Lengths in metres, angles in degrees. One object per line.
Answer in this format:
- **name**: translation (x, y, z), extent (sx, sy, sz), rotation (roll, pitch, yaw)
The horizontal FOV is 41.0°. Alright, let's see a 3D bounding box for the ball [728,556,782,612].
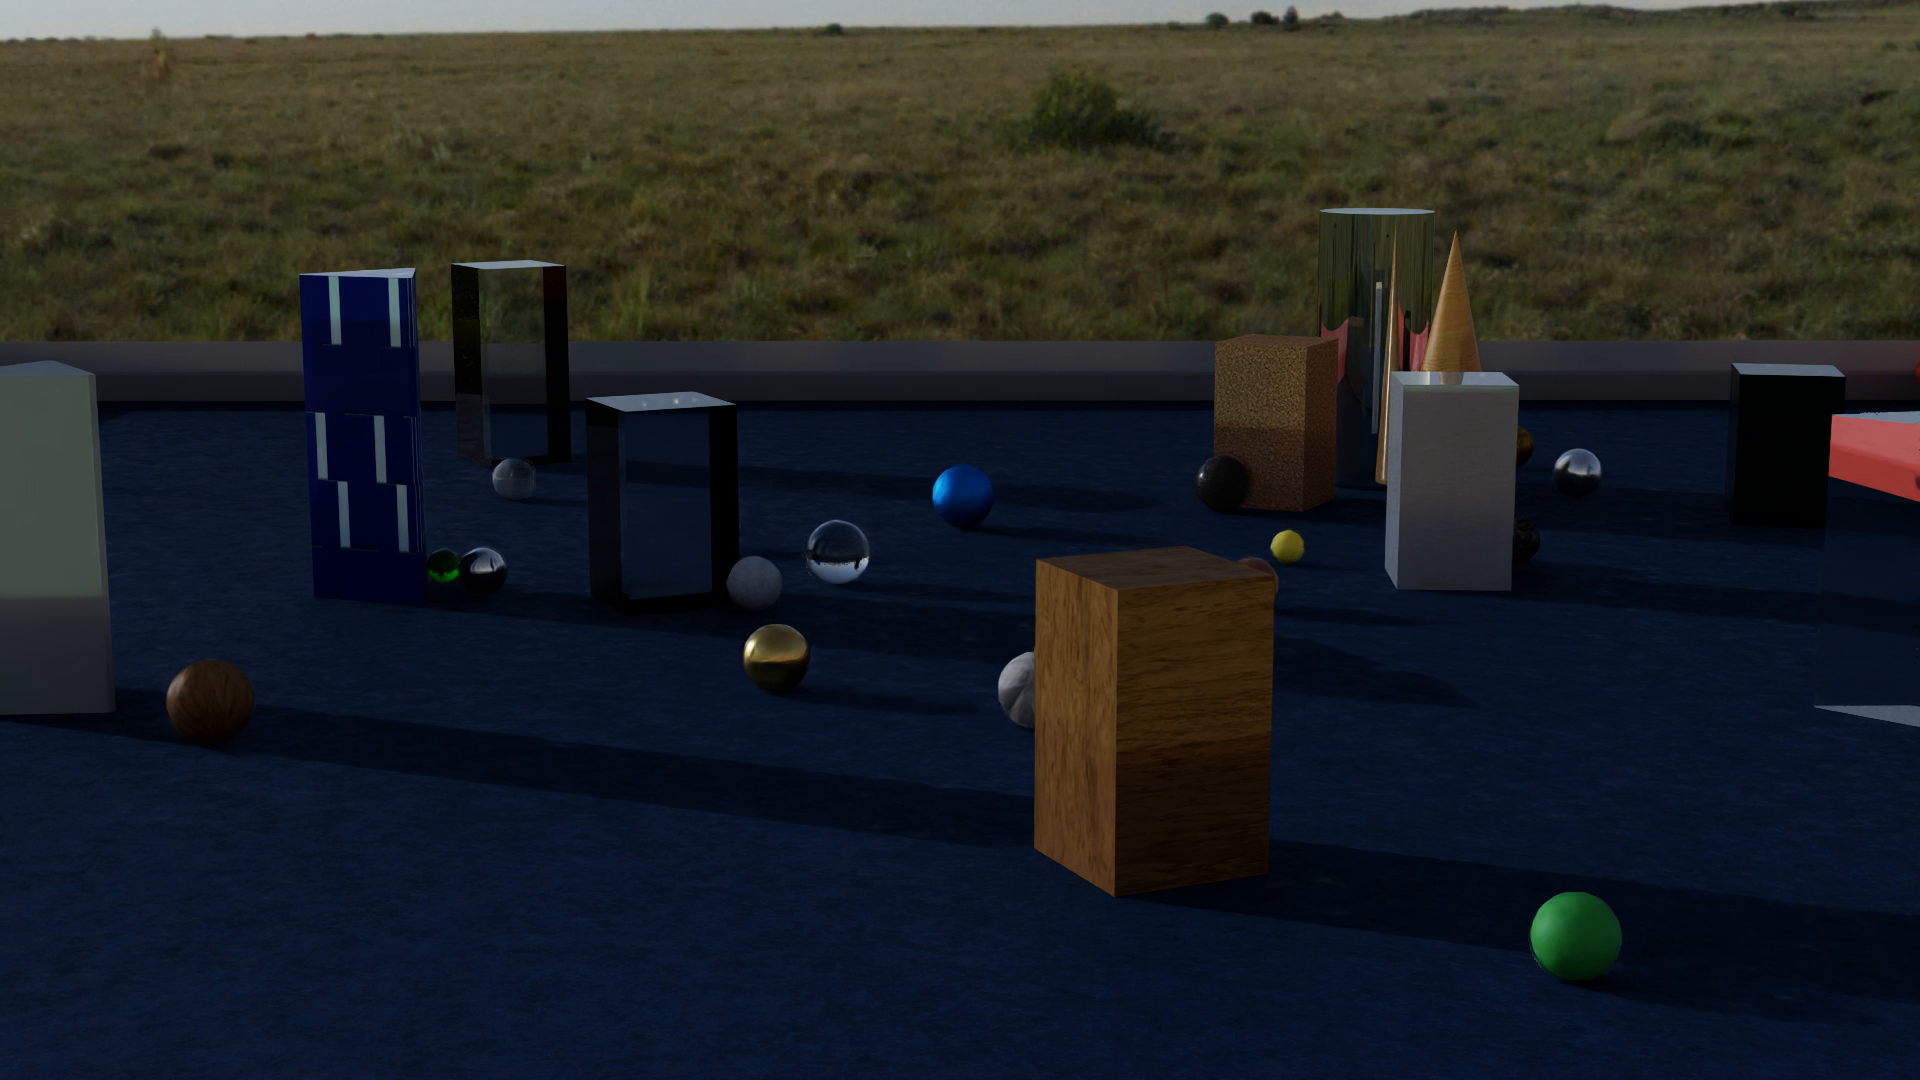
- **ball**: translation (-0.277, 0.059, 3.463), extent (0.075, 0.075, 0.075), rotation (0, 10, 0)

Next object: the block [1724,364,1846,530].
- **block**: translation (1.332, -0.154, 4.150), extent (0.159, 0.244, 0.159), rotation (2, 11, 11)

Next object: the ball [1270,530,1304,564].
- **ball**: translation (0.485, 0.011, 3.795), extent (0.050, 0.050, 0.050), rotation (0, 10, 0)

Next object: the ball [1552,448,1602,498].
- **ball**: translation (1.055, -0.115, 4.383), extent (0.083, 0.083, 0.083), rotation (0, 10, 0)

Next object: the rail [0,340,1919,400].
- **rail**: translation (-0.013, -0.368, 5.619), extent (4.292, 0.129, 0.045), rotation (0, 10, 0)

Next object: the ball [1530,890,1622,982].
- **ball**: translation (0.497, 0.319, 2.067), extent (0.072, 0.072, 0.072), rotation (0, 10, 0)

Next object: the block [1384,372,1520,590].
- **block**: translation (0.699, -0.087, 3.660), extent (0.159, 0.290, 0.159), rotation (1, 10, 3)

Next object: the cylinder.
- **cylinder**: translation (0.727, -0.339, 4.513), extent (0.199, 0.476, 0.199), rotation (0, 10, 0)

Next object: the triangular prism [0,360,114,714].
- **triangular prism**: translation (-1.058, -0.006, 2.961), extent (0.172, 0.387, 0.149), rotation (-1, 11, -4)

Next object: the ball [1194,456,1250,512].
- **ball**: translation (0.433, -0.094, 4.243), extent (0.092, 0.092, 0.092), rotation (0, 10, 0)

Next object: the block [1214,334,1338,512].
- **block**: translation (0.531, -0.199, 4.316), extent (0.159, 0.274, 0.159), rotation (5, 12, 27)

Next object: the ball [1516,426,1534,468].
- **ball**: translation (1.009, -0.170, 4.693), extent (0.078, 0.078, 0.078), rotation (0, 10, 0)

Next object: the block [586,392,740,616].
- **block**: translation (-0.408, -0.053, 3.515), extent (0.159, 0.276, 0.159), rotation (-5, 12, -27)

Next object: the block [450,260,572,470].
- **block**: translation (-0.834, -0.329, 4.765), extent (0.159, 0.365, 0.159), rotation (-7, 13, -33)

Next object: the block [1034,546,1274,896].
- **block**: translation (0.176, 0.161, 2.355), extent (0.159, 0.278, 0.159), rotation (-5, 12, -24)

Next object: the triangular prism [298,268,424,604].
- **triangular prism**: translation (-0.792, -0.149, 3.566), extent (0.172, 0.447, 0.149), rotation (4, 11, 19)

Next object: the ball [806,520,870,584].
- **ball**: translation (-0.174, 0.018, 3.641), extent (0.092, 0.092, 0.092), rotation (0, 10, 0)

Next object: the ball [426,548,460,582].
- **ball**: translation (-0.735, 0.037, 3.657), extent (0.049, 0.049, 0.049), rotation (0, 10, 0)

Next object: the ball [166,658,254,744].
- **ball**: translation (-0.815, 0.175, 2.791), extent (0.092, 0.092, 0.092), rotation (0, 10, 0)

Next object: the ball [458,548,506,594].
- **ball**: translation (-0.666, 0.043, 3.575), extent (0.066, 0.066, 0.066), rotation (0, 10, 0)

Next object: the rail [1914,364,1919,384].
- **rail**: translation (2.122, 0.031, 3.461), extent (0.045, 0.129, 4.461), rotation (0, 10, 0)

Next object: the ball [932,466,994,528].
- **ball**: translation (0.005, -0.070, 4.093), extent (0.099, 0.099, 0.099), rotation (0, 10, 0)

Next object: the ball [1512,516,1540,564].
- **ball**: translation (0.823, 0.000, 3.798), extent (0.069, 0.069, 0.069), rotation (0, 10, 0)

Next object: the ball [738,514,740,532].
- **ball**: translation (-0.377, -0.026, 3.891), extent (0.088, 0.088, 0.088), rotation (0, 10, 0)

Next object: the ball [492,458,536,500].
- **ball**: translation (-0.758, -0.104, 4.358), extent (0.072, 0.072, 0.072), rotation (0, 10, 0)

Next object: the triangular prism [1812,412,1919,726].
- **triangular prism**: translation (1.096, 0.027, 2.916), extent (0.149, 0.338, 0.172), rotation (-10, 15, -44)

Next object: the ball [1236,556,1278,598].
- **ball**: translation (0.394, 0.059, 3.470), extent (0.073, 0.073, 0.073), rotation (0, 10, 0)

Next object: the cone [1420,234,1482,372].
- **cone**: translation (0.820, -0.288, 4.284), extent (0.199, 0.460, 0.199), rotation (0, 10, 0)

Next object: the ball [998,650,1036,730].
- **ball**: translation (0.085, 0.167, 2.849), extent (0.087, 0.087, 0.087), rotation (0, 10, 0)

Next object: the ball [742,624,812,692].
- **ball**: translation (-0.216, 0.139, 3.017), extent (0.081, 0.081, 0.081), rotation (0, 10, 0)
